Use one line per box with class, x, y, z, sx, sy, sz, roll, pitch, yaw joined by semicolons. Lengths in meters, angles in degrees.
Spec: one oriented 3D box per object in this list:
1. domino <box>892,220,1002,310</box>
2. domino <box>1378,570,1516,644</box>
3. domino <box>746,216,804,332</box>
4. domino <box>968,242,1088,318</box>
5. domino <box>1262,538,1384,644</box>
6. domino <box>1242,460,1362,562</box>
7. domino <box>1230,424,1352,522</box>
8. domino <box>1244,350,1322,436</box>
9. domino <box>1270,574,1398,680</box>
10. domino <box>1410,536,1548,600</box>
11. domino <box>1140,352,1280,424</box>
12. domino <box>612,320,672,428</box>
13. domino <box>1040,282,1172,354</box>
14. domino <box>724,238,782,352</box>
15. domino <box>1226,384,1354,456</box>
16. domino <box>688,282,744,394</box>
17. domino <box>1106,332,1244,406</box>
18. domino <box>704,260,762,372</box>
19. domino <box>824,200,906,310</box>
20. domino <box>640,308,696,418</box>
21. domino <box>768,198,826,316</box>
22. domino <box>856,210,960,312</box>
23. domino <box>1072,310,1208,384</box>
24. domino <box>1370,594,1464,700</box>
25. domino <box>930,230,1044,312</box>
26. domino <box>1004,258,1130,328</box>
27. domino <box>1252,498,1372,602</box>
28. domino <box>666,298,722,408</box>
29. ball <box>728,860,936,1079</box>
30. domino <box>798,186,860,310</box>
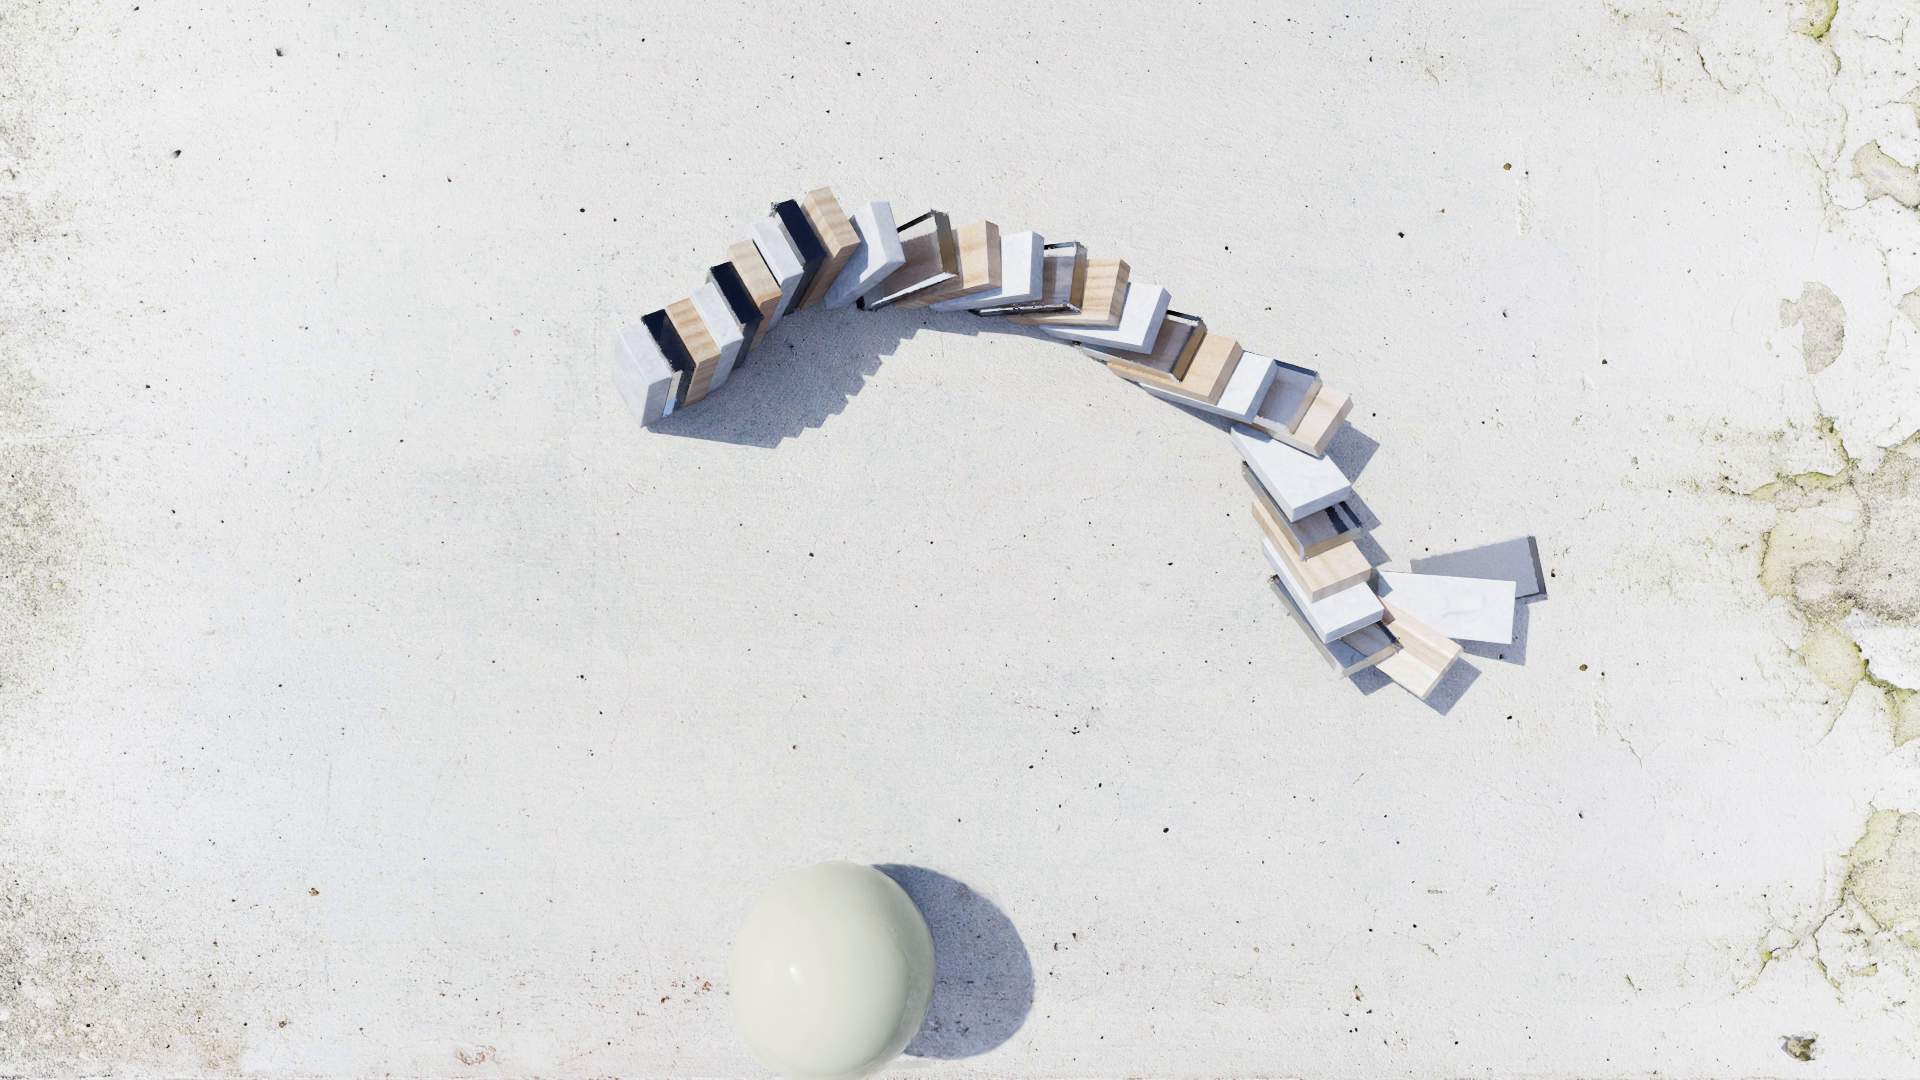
domino;-0.007;-0.113;0.381;0.050;0.009;0.025;-3;90;36
domino;0.202;0.027;0.382;0.050;0.010;0.025;4;93;32
domino;-0.080;-0.107;0.376;0.009;0.050;0.025;-30;90;-28
domino;0.027;-0.108;0.381;0.050;0.009;0.025;6;90;36
domino;0.150;0.016;0.381;0.025;0.010;0.050;-24;53;2
domino;0.141;-0.017;0.381;0.025;0.010;0.050;-23;54;0
domino;0.136;-0.033;0.381;0.025;0.009;0.050;-23;52;0
domino;0.120;-0.064;0.380;0.050;0.010;0.025;29;87;38
domino;0.155;0.031;0.381;0.025;0.010;0.050;-27;53;0
domino;0.223;0.016;0.395;0.050;0.009;0.025;-12;90;0
domino;0.103;-0.068;0.381;0.050;0.009;0.025;26;89;38
domino;-0.131;-0.067;0.376;0.009;0.050;0.025;-30;90;-26
domino;0.060;-0.095;0.381;0.050;0.009;0.025;20;90;36
domino;-0.088;-0.098;0.376;0.010;0.050;0.025;-30;90;-26
domino;0.133;-0.056;0.381;0.050;0.010;0.025;35;90;38
domino;-0.103;-0.082;0.376;0.009;0.050;0.025;-30;90;-26
domino;0.089;-0.075;0.381;0.050;0.010;0.025;27;90;38
domino;-0.096;-0.090;0.376;0.009;0.050;0.025;-30;90;-26
domino;-0.043;-0.116;0.377;0.009;0.050;0.025;-16;90;-37
domino;-0.122;-0.071;0.376;0.009;0.050;0.025;-30;90;-26
domino;-0.072;-0.114;0.376;0.009;0.050;0.025;-30;90;-28
domino;-0.024;-0.115;0.380;0.050;0.010;0.025;-10;90;40
domino;0.074;-0.085;0.381;0.050;0.010;0.025;27;90;36
domino;0.177;0.041;0.380;0.050;0.010;0.025;40;96;37
domino;0.011;-0.111;0.381;0.050;0.009;0.025;3;90;36
domino;0.044;-0.103;0.381;0.050;0.009;0.025;12;90;36
domino;0.145;0.000;0.381;0.025;0.010;0.050;-23;53;2
domino;-0.112;-0.076;0.376;0.010;0.050;0.025;-30;90;-26
ball;-0.050;0.168;0.360;0.080;0.080;0.080;0;90;0
domino;-0.060;-0.119;0.376;0.010;0.050;0.025;-30;90;-32
